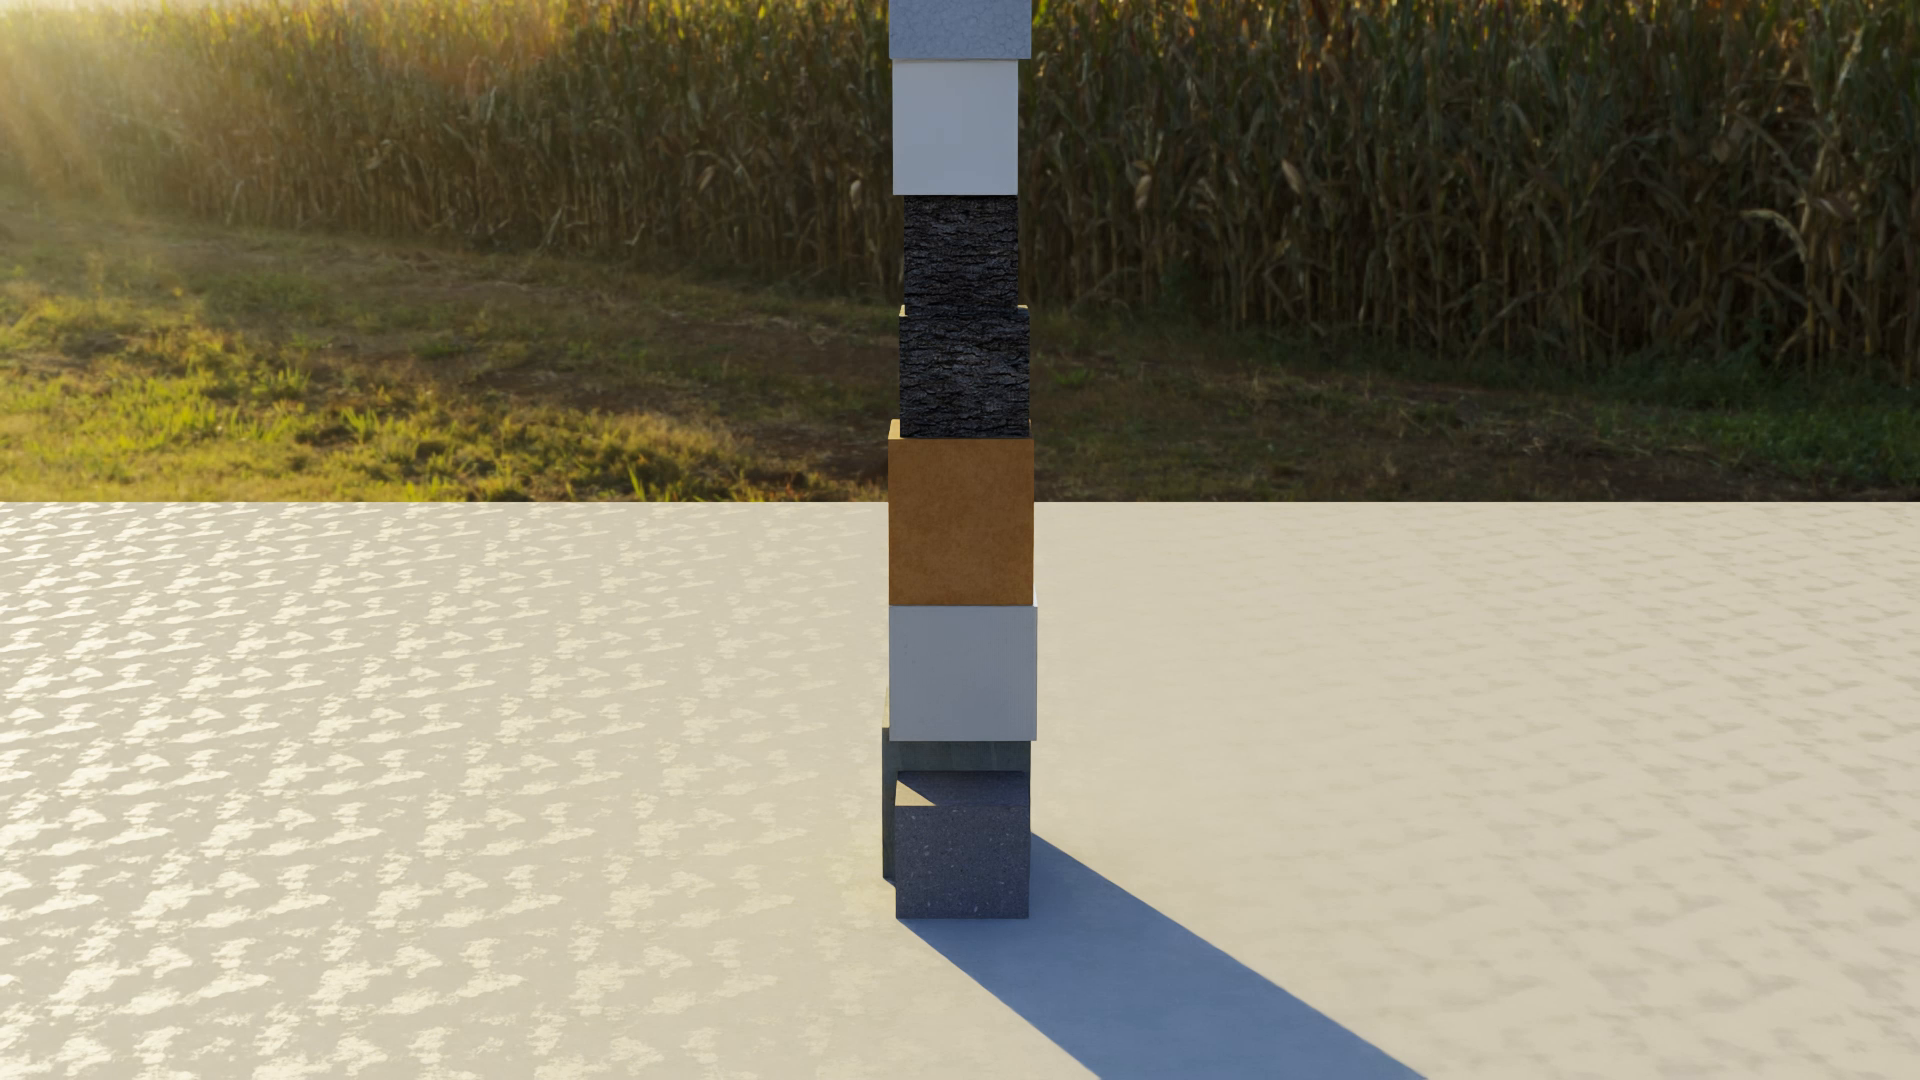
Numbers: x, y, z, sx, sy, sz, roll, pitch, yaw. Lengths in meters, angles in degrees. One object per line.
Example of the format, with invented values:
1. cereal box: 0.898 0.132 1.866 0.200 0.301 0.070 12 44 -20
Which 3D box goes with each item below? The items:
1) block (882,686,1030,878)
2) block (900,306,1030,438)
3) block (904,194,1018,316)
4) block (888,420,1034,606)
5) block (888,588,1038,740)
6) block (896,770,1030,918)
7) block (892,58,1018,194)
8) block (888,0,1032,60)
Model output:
1. block: -0.016 1.089 11.660 0.654 0.687 0.765 0 10 0
2. block: 0.019 -0.732 11.047 0.547 0.512 0.516 0 10 0
3. block: 0.005 -1.232 10.956 0.476 0.504 0.438 0 10 0
4. block: 0.005 -0.129 11.157 0.615 0.713 0.621 0 10 0
5. block: 0.014 0.511 11.273 0.632 0.588 0.678 0 10 0
6. block: 0.009 1.302 11.023 0.560 0.493 0.544 0 10 0
7. block: -0.019 -1.753 10.862 0.517 0.556 0.523 0 10 0
8. block: 0.001 -2.259 10.770 0.582 0.472 0.594 0 10 0
